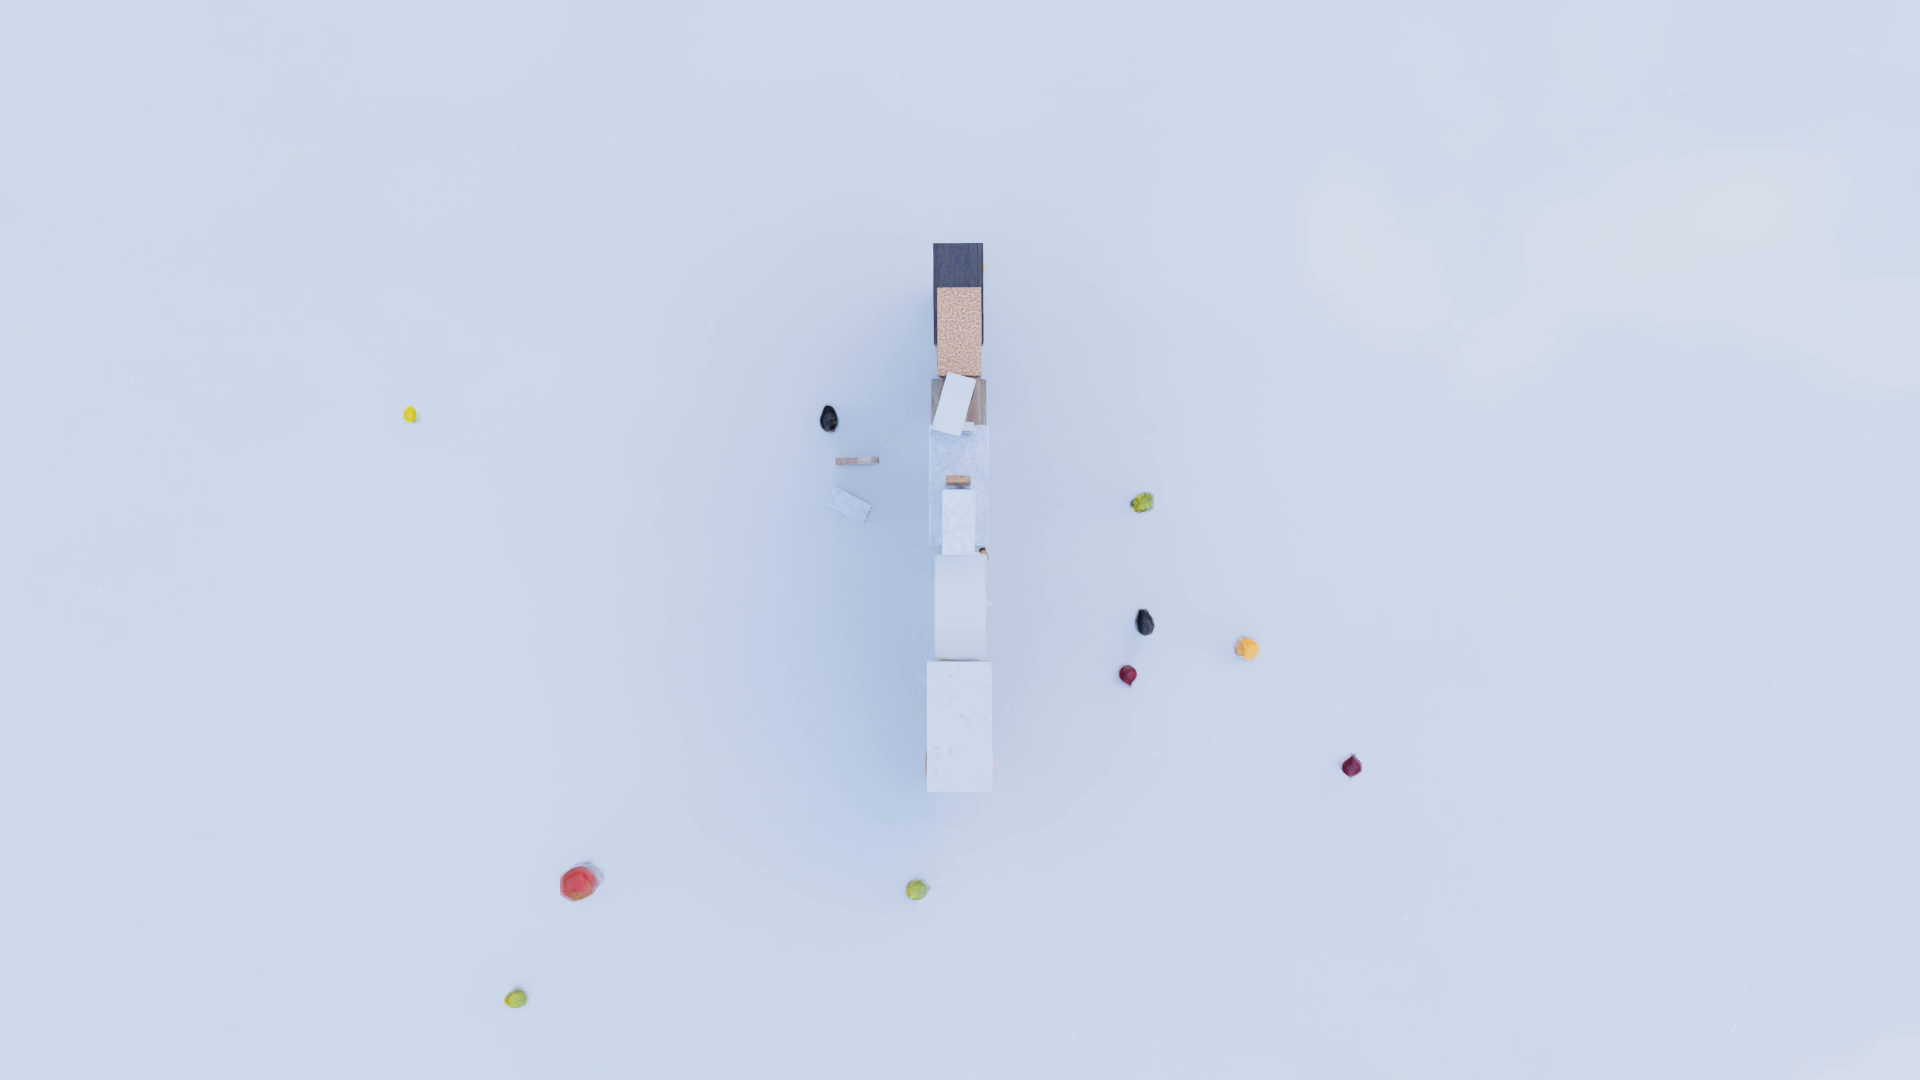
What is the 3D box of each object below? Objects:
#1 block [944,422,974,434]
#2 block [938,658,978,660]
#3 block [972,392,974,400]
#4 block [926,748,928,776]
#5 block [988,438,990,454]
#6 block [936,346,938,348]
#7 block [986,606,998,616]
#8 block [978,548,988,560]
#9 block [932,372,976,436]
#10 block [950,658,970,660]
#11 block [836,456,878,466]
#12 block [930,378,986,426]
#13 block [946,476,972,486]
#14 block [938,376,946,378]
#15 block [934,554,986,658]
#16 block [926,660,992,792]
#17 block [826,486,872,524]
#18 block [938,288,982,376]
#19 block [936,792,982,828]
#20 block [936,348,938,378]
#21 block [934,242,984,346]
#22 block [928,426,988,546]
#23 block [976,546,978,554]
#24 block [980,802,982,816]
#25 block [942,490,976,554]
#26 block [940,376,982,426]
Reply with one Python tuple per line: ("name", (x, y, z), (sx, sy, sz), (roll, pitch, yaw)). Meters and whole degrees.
("block", (-0.004, -0.314, 4.633), (0.081, 0.163, 0.023), (0, 90, 0))
("block", (-0.003, 0.487, 5.225), (0.128, 0.036, 0.256), (-1, 90, 0))
("block", (-0.002, -0.423, 4.694), (0.081, 0.284, 0.023), (0, 90, 0))
("block", (-0.007, 0.633, 4.789), (0.179, 0.409, 0.051), (-1, 90, 0))
("block", (-0.002, -0.272, 4.936), (0.172, 0.344, 0.049), (1, 90, 0))
("block", (-0.004, -0.626, 5.023), (0.147, 0.294, 0.042), (0, 90, 0))
("block", (0.062, 0.218, 5.063), (0.102, 0.203, 0.029), (1, 86, 0))
("block", (0.035, 0.058, 5.063), (0.102, 0.203, 0.029), (-21, 92, 0))
("block", (-0.017, -0.373, 4.540), (0.081, 0.023, 0.163), (16, 90, 0))
("block", (0.002, 0.307, 5.025), (0.065, 0.018, 0.130), (2, 89, 0))
("block", (-0.340, -0.262, 5.465), (0.139, 0.070, 0.020), (-3, 90, 0))
("block", (-0.004, -0.327, 5.132), (0.172, 0.049, 0.344), (0, 90, 0))
("block", (-0.004, -0.167, 4.645), (0.070, 0.140, 0.020), (1, 88, 0))
("block", (-0.002, -0.495, 4.714), (0.121, 0.245, 0.034), (0, 90, 0))
("block", (0.001, 0.183, 4.623), (0.144, 0.041, 0.288), (0, 90, 0))
("block", (-0.001, 0.514, 4.559), (0.179, 0.051, 0.358), (0, 90, 0))
("block", (-0.369, -0.116, 5.490), (0.139, 0.020, 0.070), (28, 90, 0))
("block", (-0.001, -0.576, 4.574), (0.122, 0.034, 0.243), (0, 90, 0))
("block", (-0.008, 0.733, 5.012), (0.136, 0.039, 0.272), (-2, 90, 0))
("block", (-0.004, -0.648, 5.191), (0.144, 0.041, 0.289), (0, 90, 0))
("block", (-0.005, -0.723, 4.855), (0.147, 0.042, 0.294), (0, 90, 0))
("block", (-0.003, -0.157, 4.739), (0.172, 0.049, 0.344), (0, 90, 0))
("block", (0.004, 0.114, 4.946), (0.102, 0.029, 0.203), (1, 90, 0))
("block", (-0.003, 0.826, 5.266), (0.136, 0.468, 0.039), (0, 90, 0))
("block", (-0.003, -0.049, 4.523), (0.090, 0.025, 0.179), (0, 90, 0))
("block", (0.002, -0.453, 4.853), (0.119, 0.034, 0.238), (0, 90, 0))
